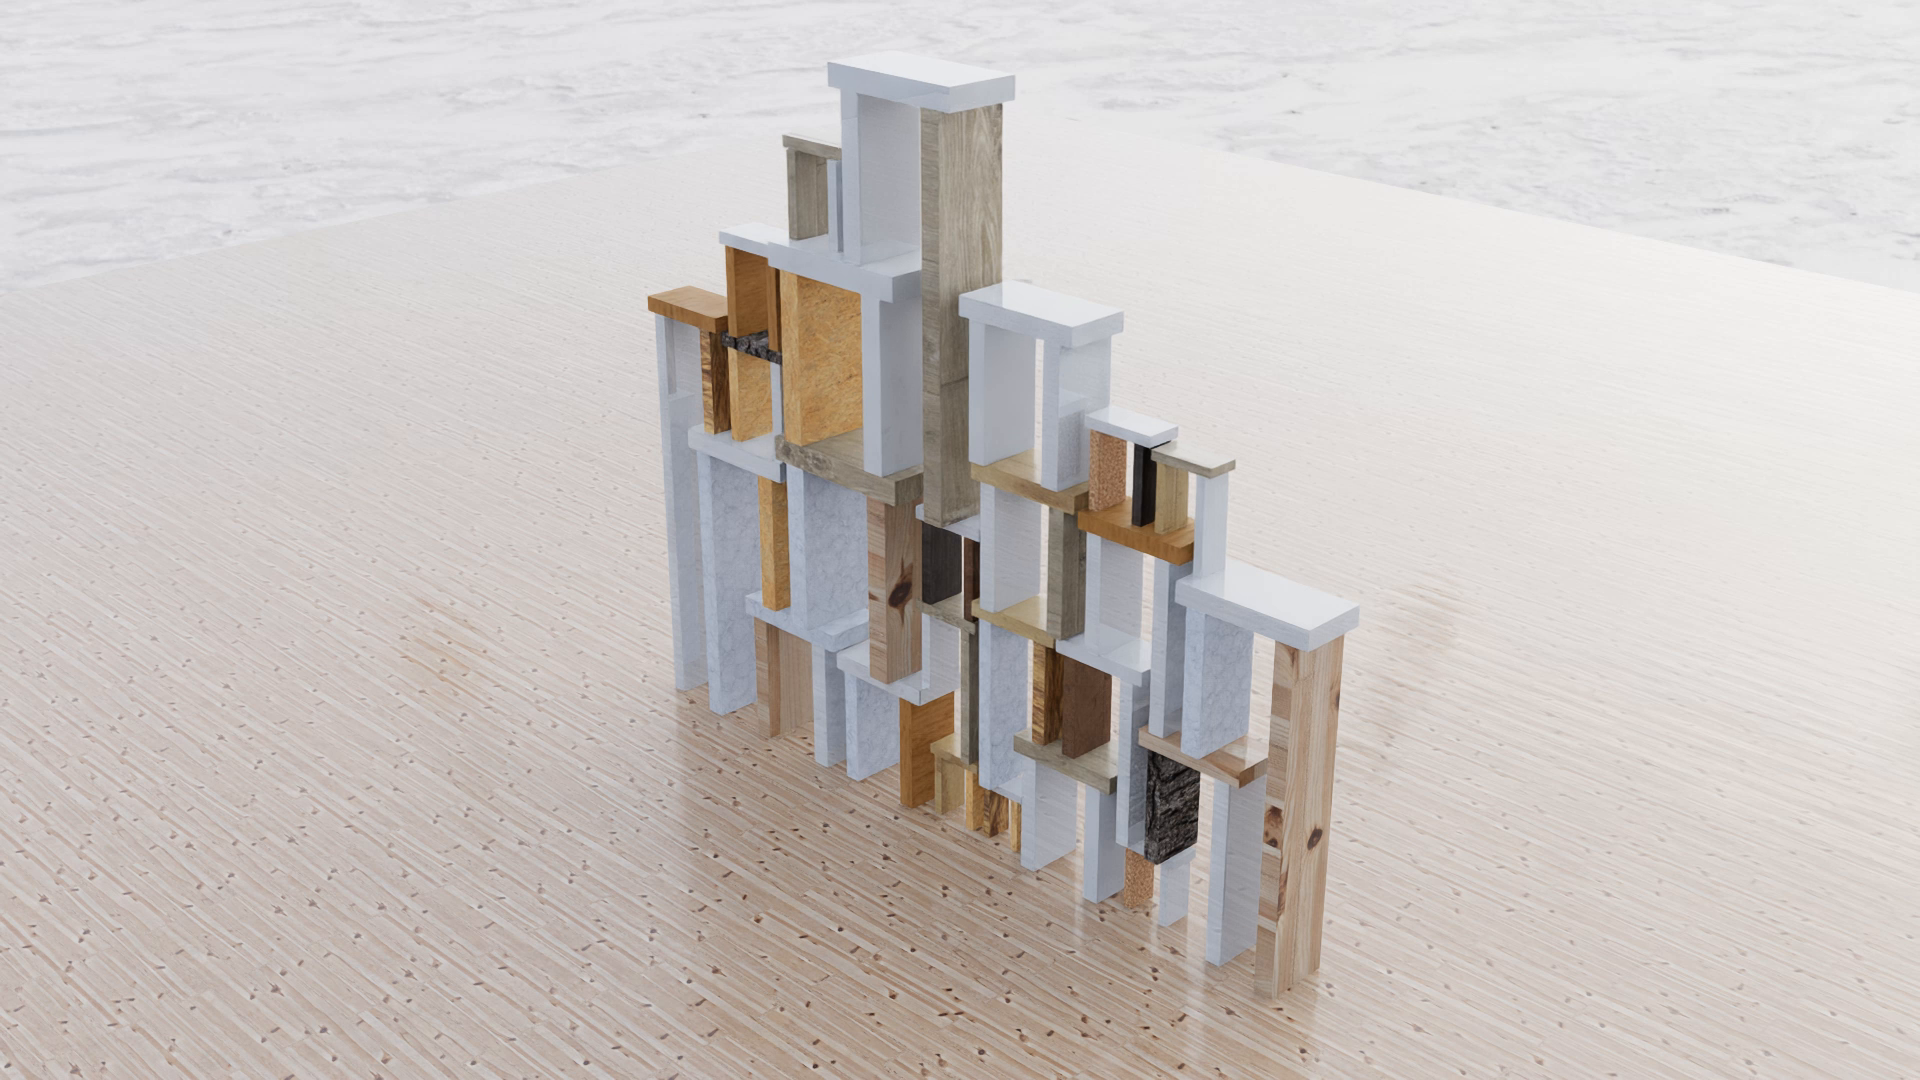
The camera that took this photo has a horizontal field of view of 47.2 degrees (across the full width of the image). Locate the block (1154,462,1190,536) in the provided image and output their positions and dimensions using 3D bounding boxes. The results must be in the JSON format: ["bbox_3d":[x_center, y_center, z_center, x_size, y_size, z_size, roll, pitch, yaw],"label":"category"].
[{"bbox_3d":[0.365,-0.080,3.786,0.065,0.130,0.018,-22,31,-40],"label":"block"}]

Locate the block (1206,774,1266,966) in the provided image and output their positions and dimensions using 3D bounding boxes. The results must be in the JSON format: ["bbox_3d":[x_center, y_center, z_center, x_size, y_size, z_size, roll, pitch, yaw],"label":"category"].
[{"bbox_3d":[0.495,0.575,3.927,0.032,0.374,0.114,21,31,41],"label":"block"}]

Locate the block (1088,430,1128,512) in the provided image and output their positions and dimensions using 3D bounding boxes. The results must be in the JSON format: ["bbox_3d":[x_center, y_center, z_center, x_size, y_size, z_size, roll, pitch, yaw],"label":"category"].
[{"bbox_3d":[0.262,-0.132,3.884,0.075,0.150,0.021,-22,31,-40],"label":"block"}]

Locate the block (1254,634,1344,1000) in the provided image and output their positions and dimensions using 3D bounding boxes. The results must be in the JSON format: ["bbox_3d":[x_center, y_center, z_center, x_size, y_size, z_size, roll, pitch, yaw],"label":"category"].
[{"bbox_3d":[0.582,0.467,3.783,0.040,0.686,0.140,21,31,41],"label":"block"}]

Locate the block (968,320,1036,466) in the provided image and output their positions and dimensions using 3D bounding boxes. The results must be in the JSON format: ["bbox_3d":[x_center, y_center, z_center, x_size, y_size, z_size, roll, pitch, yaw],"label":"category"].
[{"bbox_3d":[0.078,-0.284,4.014,0.039,0.272,0.136,21,31,40],"label":"block"}]

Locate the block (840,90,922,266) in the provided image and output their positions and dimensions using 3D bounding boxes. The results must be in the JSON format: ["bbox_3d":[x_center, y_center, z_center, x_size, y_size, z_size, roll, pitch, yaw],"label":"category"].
[{"bbox_3d":[-0.145,-0.687,4.095,0.046,0.322,0.161,21,31,40],"label":"block"}]

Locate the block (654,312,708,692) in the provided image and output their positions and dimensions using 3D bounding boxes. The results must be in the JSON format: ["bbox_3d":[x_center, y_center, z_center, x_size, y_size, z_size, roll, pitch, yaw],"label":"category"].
[{"bbox_3d":[-0.592,-0.084,4.831,0.032,0.881,0.113,21,31,41],"label":"block"}]

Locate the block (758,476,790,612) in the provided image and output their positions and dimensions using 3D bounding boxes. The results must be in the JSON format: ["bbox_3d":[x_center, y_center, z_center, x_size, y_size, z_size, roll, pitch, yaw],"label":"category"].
[{"bbox_3d":[-0.347,-0.013,4.600,0.148,0.297,0.042,-21,31,-41],"label":"block"}]

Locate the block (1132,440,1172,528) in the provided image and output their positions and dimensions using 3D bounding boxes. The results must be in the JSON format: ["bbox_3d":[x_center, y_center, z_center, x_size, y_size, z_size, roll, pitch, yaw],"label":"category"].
[{"bbox_3d":[0.333,-0.105,3.819,0.075,0.150,0.021,-22,31,-40],"label":"block"}]

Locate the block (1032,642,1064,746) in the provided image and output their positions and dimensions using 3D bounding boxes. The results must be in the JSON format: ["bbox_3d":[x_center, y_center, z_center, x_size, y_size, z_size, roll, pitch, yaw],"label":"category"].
[{"bbox_3d":[0.183,0.273,4.138,0.030,0.210,0.105,21,31,41],"label":"block"}]

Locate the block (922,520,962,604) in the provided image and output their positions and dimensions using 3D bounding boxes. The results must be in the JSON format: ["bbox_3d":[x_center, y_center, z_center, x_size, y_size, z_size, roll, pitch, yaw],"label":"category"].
[{"bbox_3d":[-0.035,0.032,4.281,0.086,0.172,0.024,-21,31,-41],"label":"block"}]

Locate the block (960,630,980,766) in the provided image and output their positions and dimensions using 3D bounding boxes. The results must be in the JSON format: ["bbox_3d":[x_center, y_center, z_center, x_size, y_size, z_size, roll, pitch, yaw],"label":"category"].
[{"bbox_3d":[0.038,0.296,4.307,0.081,0.288,0.023,-21,31,-41],"label":"block"}]

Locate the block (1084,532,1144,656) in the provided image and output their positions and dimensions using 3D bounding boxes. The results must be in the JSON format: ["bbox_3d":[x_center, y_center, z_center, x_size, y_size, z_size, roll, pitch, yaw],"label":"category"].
[{"bbox_3d":[0.278,0.082,3.956,0.117,0.234,0.033,-21,31,-40],"label":"block"}]

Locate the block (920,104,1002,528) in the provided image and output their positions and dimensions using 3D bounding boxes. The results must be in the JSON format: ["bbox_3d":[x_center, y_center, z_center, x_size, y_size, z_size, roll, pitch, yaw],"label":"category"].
[{"bbox_3d":[0.004,-0.412,4.039,0.161,0.786,0.046,-21,31,-41],"label":"block"}]

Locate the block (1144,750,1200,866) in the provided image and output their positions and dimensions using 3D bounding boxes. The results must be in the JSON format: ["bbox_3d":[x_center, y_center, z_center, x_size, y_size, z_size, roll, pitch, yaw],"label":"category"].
[{"bbox_3d":[0.387,0.466,3.997,0.032,0.228,0.114,21,31,41],"label":"block"}]

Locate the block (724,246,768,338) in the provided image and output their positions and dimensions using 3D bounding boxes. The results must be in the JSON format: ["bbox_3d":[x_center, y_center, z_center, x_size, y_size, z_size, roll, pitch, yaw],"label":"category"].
[{"bbox_3d":[-0.428,-0.513,4.463,0.027,0.189,0.094,22,31,41],"label":"block"}]

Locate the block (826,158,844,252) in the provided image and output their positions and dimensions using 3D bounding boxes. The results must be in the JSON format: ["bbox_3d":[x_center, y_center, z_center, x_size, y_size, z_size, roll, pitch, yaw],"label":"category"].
[{"bbox_3d":[-0.209,-0.641,4.175,0.088,0.176,0.025,-21,31,-40],"label":"block"}]

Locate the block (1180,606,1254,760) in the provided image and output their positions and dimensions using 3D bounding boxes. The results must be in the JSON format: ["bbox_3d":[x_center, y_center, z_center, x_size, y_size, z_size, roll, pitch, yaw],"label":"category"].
[{"bbox_3d":[0.449,0.228,3.825,0.140,0.280,0.040,-21,31,-40],"label":"block"}]

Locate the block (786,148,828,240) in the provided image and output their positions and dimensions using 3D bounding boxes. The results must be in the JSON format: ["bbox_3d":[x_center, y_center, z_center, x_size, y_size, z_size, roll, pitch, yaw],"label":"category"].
[{"bbox_3d":[-0.292,-0.674,4.252,0.088,0.175,0.025,-21,31,-40],"label":"block"}]

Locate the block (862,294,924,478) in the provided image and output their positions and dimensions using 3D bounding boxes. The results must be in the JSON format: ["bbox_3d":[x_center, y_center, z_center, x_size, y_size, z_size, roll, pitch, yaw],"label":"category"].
[{"bbox_3d":[-0.104,-0.312,4.202,0.176,0.352,0.050,-21,31,-40],"label":"block"}]

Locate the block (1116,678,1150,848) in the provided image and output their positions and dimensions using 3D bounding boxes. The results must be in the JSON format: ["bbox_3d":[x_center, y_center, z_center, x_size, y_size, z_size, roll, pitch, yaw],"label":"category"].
[{"bbox_3d":[0.334,0.394,4.027,0.103,0.338,0.029,-21,31,-41],"label":"block"}]

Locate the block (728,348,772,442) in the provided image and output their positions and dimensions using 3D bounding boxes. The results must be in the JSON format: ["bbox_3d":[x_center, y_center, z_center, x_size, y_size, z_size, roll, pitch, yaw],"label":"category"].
[{"bbox_3d":[-0.430,-0.313,4.562,0.028,0.201,0.100,21,31,41],"label":"block"}]

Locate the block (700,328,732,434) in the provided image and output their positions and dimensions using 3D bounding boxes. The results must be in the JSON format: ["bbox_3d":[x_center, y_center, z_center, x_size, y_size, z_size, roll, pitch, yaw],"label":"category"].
[{"bbox_3d":[-0.486,-0.344,4.604,0.032,0.226,0.113,21,31,41],"label":"block"}]

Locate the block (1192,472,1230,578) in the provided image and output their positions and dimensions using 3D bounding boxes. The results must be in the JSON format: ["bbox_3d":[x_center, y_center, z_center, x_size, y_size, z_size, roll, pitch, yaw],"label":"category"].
[{"bbox_3d":[0.427,-0.031,3.740,0.018,0.185,0.065,21,31,41],"label":"block"}]

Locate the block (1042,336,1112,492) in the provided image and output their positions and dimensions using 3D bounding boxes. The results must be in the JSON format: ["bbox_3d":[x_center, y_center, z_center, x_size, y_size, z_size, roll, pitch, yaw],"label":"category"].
[{"bbox_3d":[0.206,-0.234,3.896,0.039,0.272,0.136,21,31,40],"label":"block"}]

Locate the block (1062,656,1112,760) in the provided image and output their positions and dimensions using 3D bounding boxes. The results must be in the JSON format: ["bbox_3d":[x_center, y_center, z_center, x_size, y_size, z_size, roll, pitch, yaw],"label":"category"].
[{"bbox_3d":[0.237,0.295,4.092,0.103,0.206,0.029,-21,31,-41],"label":"block"}]

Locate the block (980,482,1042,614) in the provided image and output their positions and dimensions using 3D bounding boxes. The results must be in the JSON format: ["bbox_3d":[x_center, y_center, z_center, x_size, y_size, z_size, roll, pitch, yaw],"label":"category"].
[{"bbox_3d":[0.095,-0.002,4.117,0.036,0.255,0.127,21,31,40],"label":"block"}]

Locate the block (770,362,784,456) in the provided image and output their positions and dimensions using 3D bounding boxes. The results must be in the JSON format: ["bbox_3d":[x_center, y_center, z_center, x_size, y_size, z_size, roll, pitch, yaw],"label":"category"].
[{"bbox_3d":[-0.335,-0.275,4.475,0.028,0.201,0.100,21,31,41],"label":"block"}]

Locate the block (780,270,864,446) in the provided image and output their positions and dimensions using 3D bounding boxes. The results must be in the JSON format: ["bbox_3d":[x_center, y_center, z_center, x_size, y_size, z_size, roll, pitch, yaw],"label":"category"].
[{"bbox_3d":[-0.268,-0.378,4.357,0.176,0.352,0.050,-21,31,-40],"label":"block"}]

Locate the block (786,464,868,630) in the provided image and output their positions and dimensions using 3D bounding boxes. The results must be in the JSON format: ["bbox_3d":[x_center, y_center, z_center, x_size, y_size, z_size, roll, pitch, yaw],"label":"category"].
[{"bbox_3d":[-0.267,-0.008,4.516,0.177,0.354,0.050,-21,31,-40],"label":"block"}]

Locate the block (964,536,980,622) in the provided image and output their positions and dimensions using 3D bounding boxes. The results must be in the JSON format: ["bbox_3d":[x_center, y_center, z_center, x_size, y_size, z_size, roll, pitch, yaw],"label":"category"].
[{"bbox_3d":[0.046,0.064,4.207,0.086,0.172,0.024,-21,31,-41],"label":"block"}]

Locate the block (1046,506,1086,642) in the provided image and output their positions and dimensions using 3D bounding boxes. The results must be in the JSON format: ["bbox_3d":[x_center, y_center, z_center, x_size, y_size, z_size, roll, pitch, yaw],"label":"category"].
[{"bbox_3d":[0.216,0.044,4.007,0.036,0.255,0.127,21,31,40],"label":"block"}]

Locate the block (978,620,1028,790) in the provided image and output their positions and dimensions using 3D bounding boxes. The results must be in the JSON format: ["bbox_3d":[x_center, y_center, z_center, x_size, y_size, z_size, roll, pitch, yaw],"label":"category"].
[{"bbox_3d":[0.084,0.303,4.259,0.030,0.360,0.105,21,31,40],"label":"block"}]

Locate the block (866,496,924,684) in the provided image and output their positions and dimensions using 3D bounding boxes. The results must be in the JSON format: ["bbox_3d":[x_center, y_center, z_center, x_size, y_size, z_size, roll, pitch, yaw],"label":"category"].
[{"bbox_3d":[-0.100,0.076,4.370,0.177,0.393,0.050,-21,31,-41],"label":"block"}]

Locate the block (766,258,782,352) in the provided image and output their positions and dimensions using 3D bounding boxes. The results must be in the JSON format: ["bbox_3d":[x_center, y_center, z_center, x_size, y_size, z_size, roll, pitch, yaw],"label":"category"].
[{"bbox_3d":[-0.339,-0.478,4.381,0.027,0.189,0.095,21,31,40],"label":"block"}]

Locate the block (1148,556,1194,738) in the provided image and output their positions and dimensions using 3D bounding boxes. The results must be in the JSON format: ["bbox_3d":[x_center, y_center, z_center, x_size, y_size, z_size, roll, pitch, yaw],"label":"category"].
[{"bbox_3d":[0.388,0.174,3.876,0.117,0.341,0.033,-21,31,-40],"label":"block"}]

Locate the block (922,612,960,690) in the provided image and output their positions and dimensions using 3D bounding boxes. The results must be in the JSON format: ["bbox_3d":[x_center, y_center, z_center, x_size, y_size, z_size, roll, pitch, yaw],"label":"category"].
[{"bbox_3d":[-0.038,0.208,4.353,0.081,0.162,0.023,-21,31,-41],"label":"block"}]

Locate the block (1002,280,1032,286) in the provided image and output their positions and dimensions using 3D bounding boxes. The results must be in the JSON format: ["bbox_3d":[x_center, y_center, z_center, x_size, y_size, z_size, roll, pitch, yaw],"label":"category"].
[{"bbox_3d":[0.106,-0.691,7.083,0.239,0.239,0.239,2,23,4],"label":"block"}]
